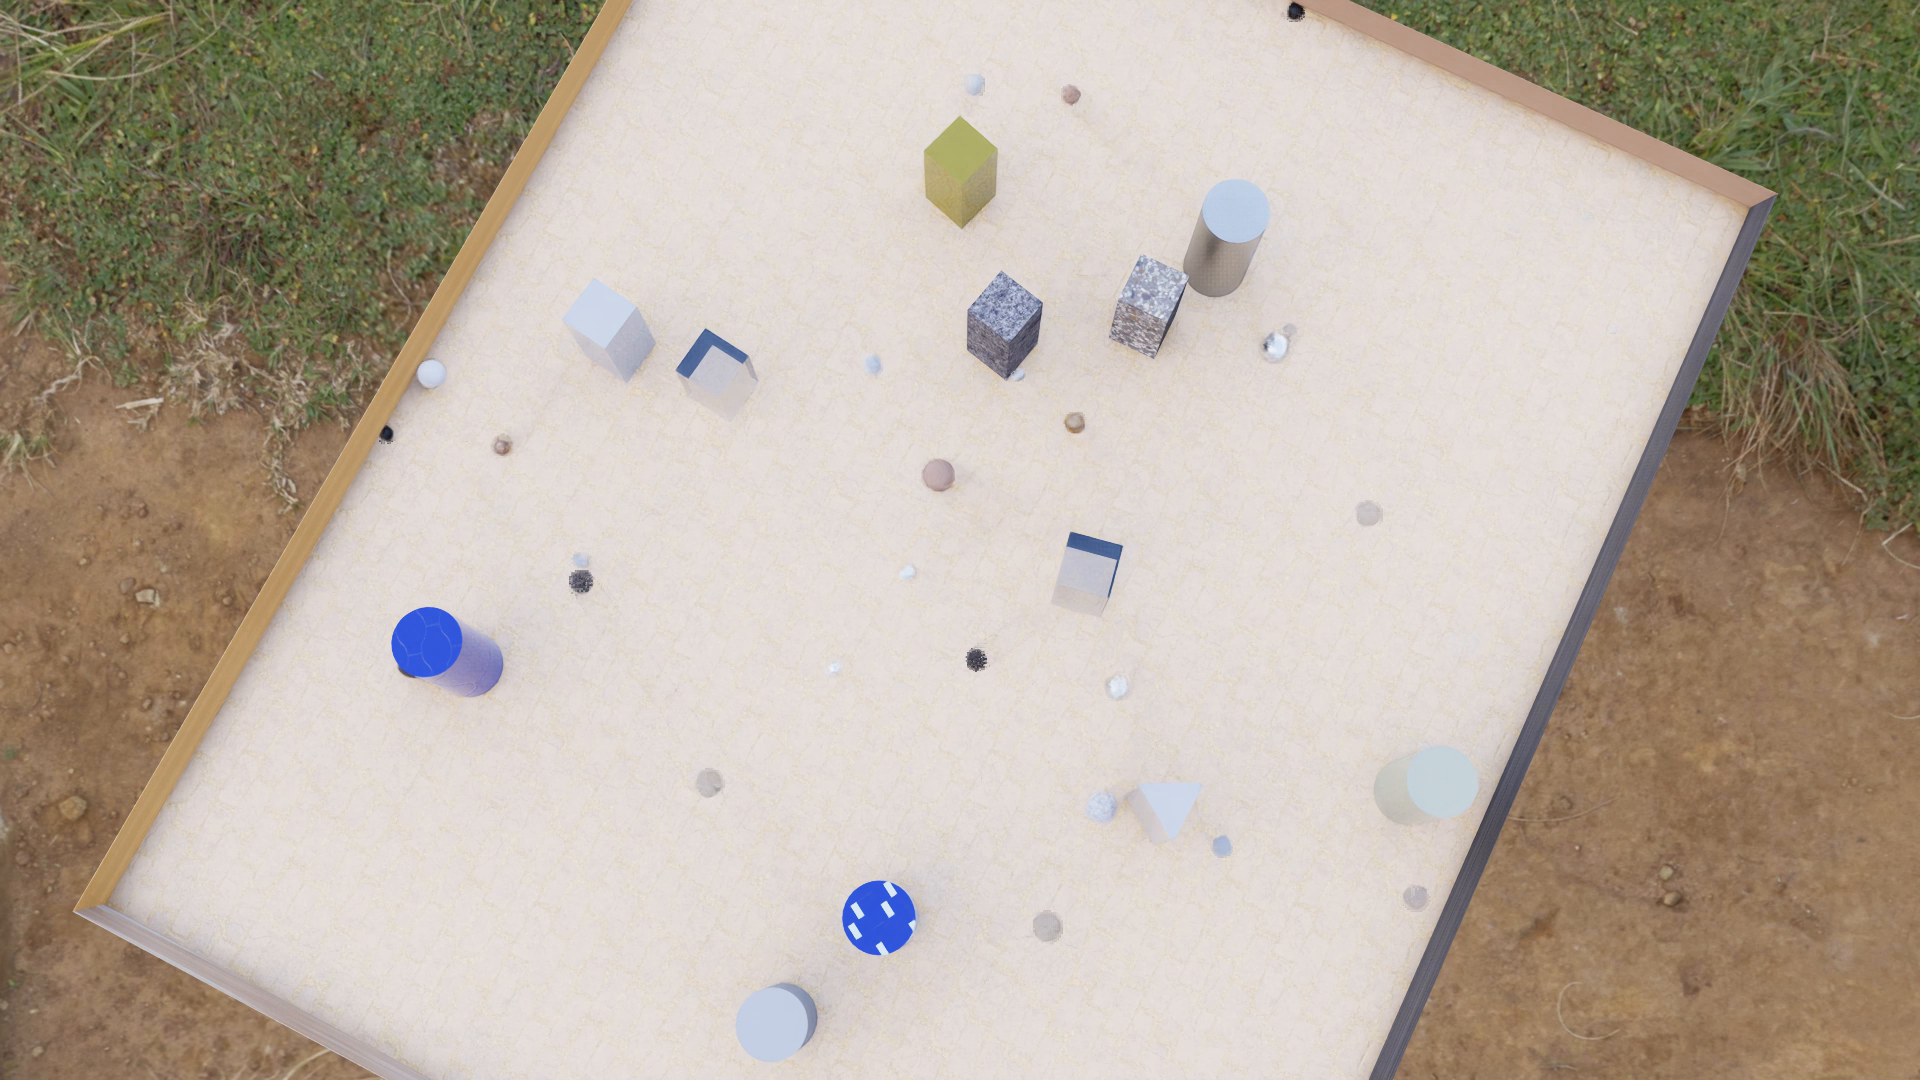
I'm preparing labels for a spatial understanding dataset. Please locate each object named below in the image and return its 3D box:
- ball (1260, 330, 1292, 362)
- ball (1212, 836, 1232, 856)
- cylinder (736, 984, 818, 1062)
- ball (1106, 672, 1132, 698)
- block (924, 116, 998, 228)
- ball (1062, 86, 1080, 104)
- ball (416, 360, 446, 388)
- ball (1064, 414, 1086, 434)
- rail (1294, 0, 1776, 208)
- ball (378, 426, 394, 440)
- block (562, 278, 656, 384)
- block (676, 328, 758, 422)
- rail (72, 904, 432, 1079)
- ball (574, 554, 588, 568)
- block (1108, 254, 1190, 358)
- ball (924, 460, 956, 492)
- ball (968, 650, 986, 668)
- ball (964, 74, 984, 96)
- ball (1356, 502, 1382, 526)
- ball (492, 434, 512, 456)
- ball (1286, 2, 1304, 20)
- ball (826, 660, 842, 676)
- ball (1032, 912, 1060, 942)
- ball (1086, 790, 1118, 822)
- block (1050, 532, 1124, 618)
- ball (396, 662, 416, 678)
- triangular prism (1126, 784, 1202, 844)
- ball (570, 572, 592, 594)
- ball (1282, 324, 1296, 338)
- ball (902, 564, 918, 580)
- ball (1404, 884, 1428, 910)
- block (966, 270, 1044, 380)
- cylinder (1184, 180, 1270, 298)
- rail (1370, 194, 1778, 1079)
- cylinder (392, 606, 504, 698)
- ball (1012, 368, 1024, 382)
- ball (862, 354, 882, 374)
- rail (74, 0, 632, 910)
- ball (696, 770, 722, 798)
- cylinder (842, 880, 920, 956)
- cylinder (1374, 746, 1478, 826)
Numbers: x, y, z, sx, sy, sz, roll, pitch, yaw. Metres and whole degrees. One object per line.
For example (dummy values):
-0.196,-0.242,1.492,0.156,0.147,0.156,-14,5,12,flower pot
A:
0.982,-0.601,5.691,0.097,0.097,0.097,0,78,0,ball
0.773,0.900,5.402,0.056,0.056,0.056,0,78,0,ball
-0.513,1.355,5.160,0.198,0.344,0.198,0,78,0,cylinder
0.475,0.435,5.486,0.079,0.079,0.079,0,78,0,ball
0.002,-1.133,5.667,0.158,0.360,0.158,43,81,8,block
0.358,-1.427,5.882,0.058,0.058,0.058,0,78,0,ball
-1.639,-0.514,5.679,0.086,0.086,0.086,0,78,0,ball
0.355,-0.359,5.659,0.064,0.064,0.064,0,78,0,ball
0.938,-1.830,5.929,3.581,0.128,0.045,26,80,5,rail
-1.773,-0.329,5.661,0.046,0.046,0.046,0,78,0,ball
-1.061,-0.631,5.564,0.158,0.359,0.158,34,80,7,block
-0.737,-0.498,5.580,0.158,0.273,0.158,33,80,6,block
-0.938,1.844,5.168,3.581,0.128,0.045,26,80,5,rail
-1.153,0.064,5.580,0.045,0.045,0.045,0,78,0,ball
0.571,-0.706,5.575,0.158,0.368,0.158,26,79,5,block
-0.064,-0.198,5.607,0.099,0.099,0.099,0,78,0,ball
0.052,0.359,5.513,0.058,0.058,0.058,0,78,0,ball
0.042,-1.461,5.886,0.064,0.064,0.064,0,78,0,ball
1.247,-0.078,5.595,0.075,0.075,0.075,0,78,0,ball
-1.411,-0.294,5.644,0.065,0.065,0.065,0,78,0,ball
1.086,-1.715,5.944,0.055,0.055,0.055,0,78,0,ball
-0.378,0.386,5.513,0.046,0.046,0.046,0,78,0,ball
0.252,1.128,5.341,0.083,0.083,0.083,0,78,0,ball
0.418,0.784,5.408,0.090,0.090,0.090,0,78,0,ball
0.371,0.105,5.415,0.158,0.351,0.158,15,79,3,block
-1.640,0.368,5.493,0.093,0.093,0.093,0,78,0,ball
0.601,0.751,5.236,0.148,0.440,0.171,-30,80,-6,triangular prism
-1.147,0.129,5.555,0.068,0.068,0.068,0,78,0,ball
1.031,-0.656,5.730,0.043,0.043,0.043,0,78,0,ball
-0.154,0.098,5.571,0.049,0.049,0.049,0,78,0,ball
1.334,1.045,5.364,0.071,0.071,0.071,0,78,0,ball
0.133,-0.645,5.553,0.158,0.386,0.158,39,81,7,block
0.804,-0.909,5.562,0.198,0.476,0.198,0,78,0,cylinder
1.580,0.780,5.388,0.045,0.128,4.242,26,80,5,rail
-1.478,0.330,5.310,0.198,0.467,0.198,0,78,0,cylinder
0.180,-0.512,5.702,0.041,0.041,0.041,0,78,0,ball
-0.274,-0.548,5.699,0.061,0.061,0.061,0,78,0,ball
-1.580,-0.767,5.709,0.045,0.128,4.242,26,80,5,rail
-0.744,0.722,5.426,0.080,0.080,0.080,0,78,0,ball
-0.218,1.063,5.156,0.198,0.472,0.198,0,78,0,cylinder
1.331,0.709,5.259,0.198,0.413,0.198,0,78,0,cylinder
